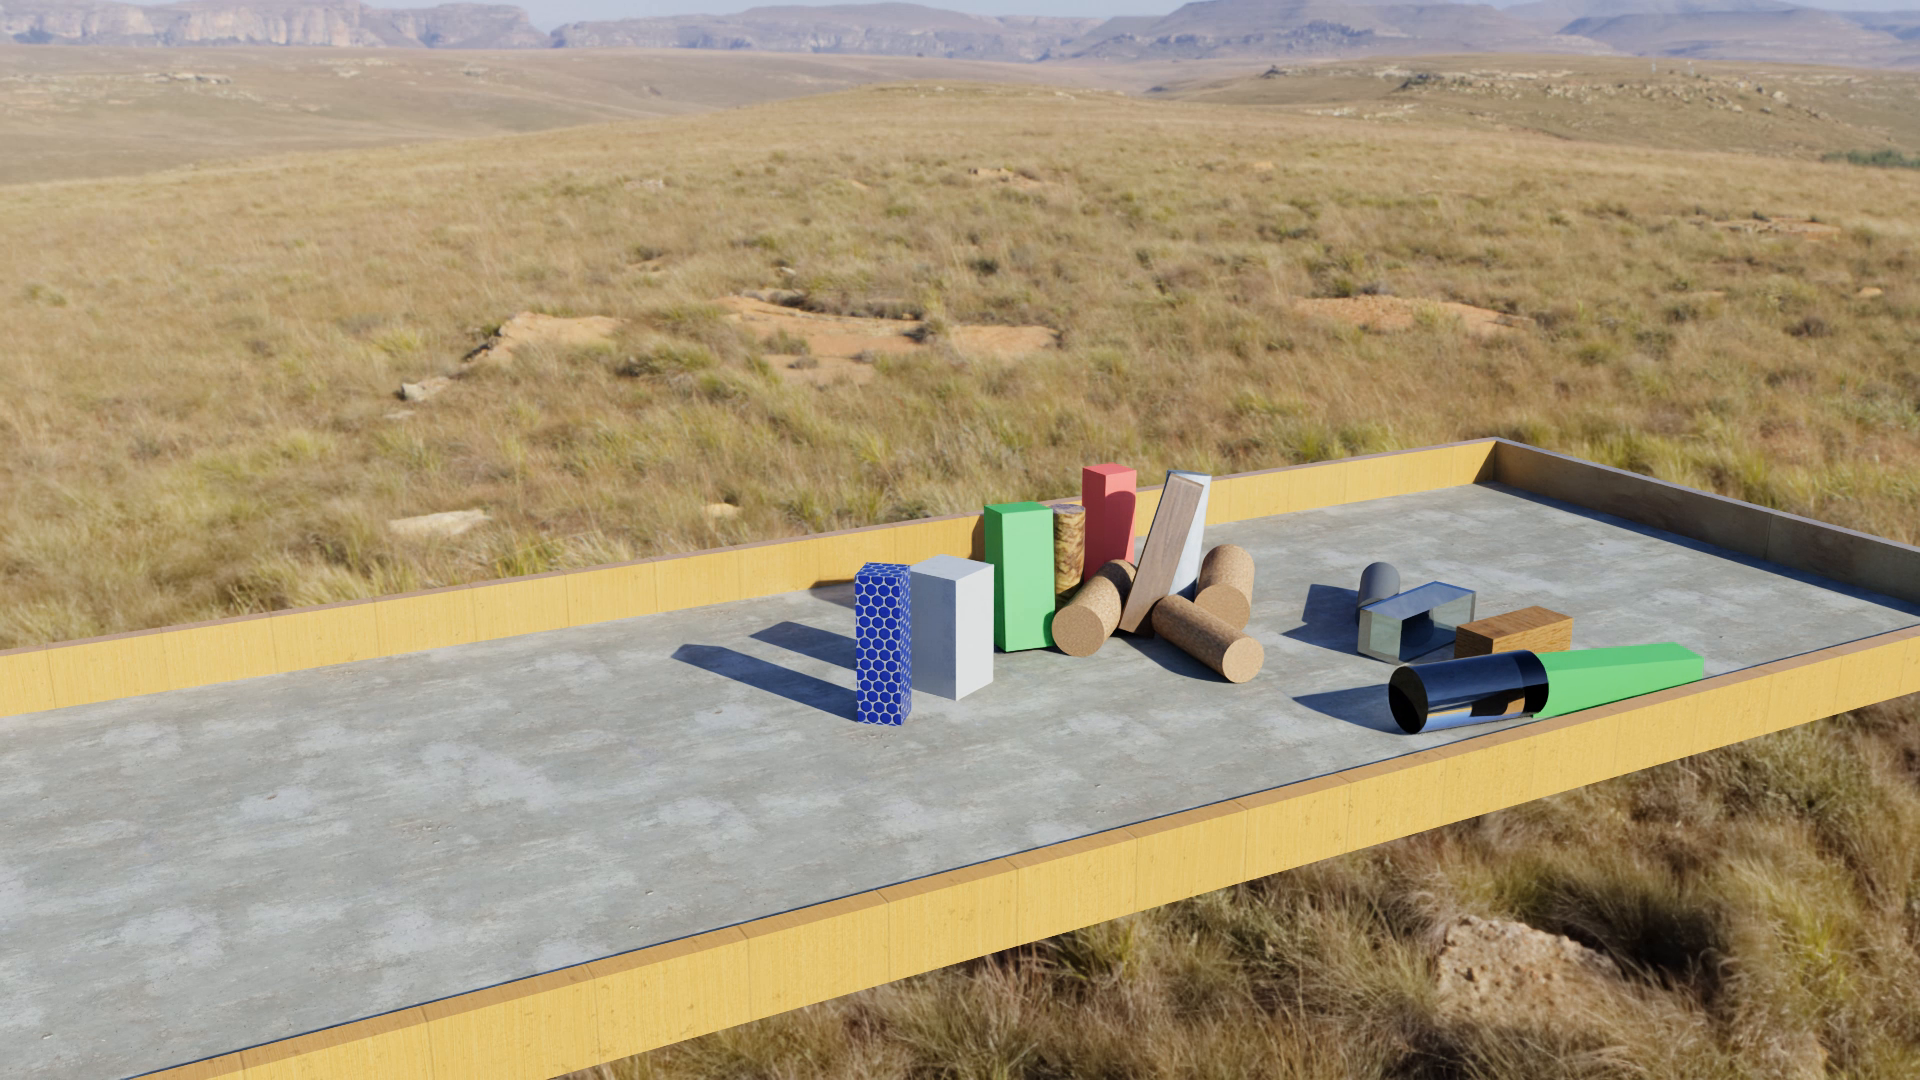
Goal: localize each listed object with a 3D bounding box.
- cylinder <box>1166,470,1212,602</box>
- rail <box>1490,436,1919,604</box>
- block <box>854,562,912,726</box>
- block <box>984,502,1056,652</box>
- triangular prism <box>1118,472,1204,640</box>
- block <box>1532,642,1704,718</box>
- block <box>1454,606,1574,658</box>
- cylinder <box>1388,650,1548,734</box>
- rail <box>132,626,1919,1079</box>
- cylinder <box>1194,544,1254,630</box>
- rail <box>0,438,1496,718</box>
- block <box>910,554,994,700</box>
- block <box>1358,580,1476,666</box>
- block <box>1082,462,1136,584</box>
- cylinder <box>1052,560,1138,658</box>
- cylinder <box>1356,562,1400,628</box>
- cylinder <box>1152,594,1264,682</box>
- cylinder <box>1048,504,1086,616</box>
[{"bbox_3d":[0.612,0.009,4.594,0.124,0.396,0.124,7,8,-1],"label":"cylinder"},{"bbox_3d":[2.466,-0.048,5.253,0.050,0.150,2.100,-9,18,-27],"label":"rail"},{"bbox_3d":[-0.179,0.245,3.876,0.105,0.365,0.105,3,17,11],"label":"block"},{"bbox_3d":[0.158,0.094,4.365,0.140,0.366,0.140,-6,12,-18],"label":"block"},{"bbox_3d":[0.530,0.040,4.475,0.107,0.439,0.093,19,-1,-15],"label":"triangular prism"},{"bbox_3d":[1.566,0.338,4.001,0.444,0.116,0.116,-4,17,-12],"label":"block"},{"bbox_3d":[1.423,0.266,4.241,0.304,0.117,0.117,-10,19,-31],"label":"block"},{"bbox_3d":[1.193,0.354,3.871,0.333,0.157,0.157,-6,17,-19],"label":"cylinder"},{"bbox_3d":[-2.336,1.006,1.665,12.000,0.150,0.050,-9,18,-27],"label":"rail"},{"bbox_3d":[0.742,0.138,4.616,0.152,0.152,0.384,3,17,11],"label":"cylinder"},{"bbox_3d":[-3.305,0.497,3.399,12.000,0.150,0.050,-9,18,-27],"label":"rail"},{"bbox_3d":[-0.028,0.213,4.084,0.159,0.307,0.159,11,20,34],"label":"block"},{"bbox_3d":[1.217,0.219,4.387,0.352,0.126,0.126,-14,22,-40],"label":"block"},{"bbox_3d":[0.432,-0.032,4.823,0.111,0.362,0.111,-10,19,-31],"label":"block"},{"bbox_3d":[0.380,0.181,4.487,0.143,0.143,0.430,6,17,19],"label":"cylinder"},{"bbox_3d":[1.169,0.162,4.607,0.110,0.110,0.342,5,17,15],"label":"cylinder"},{"bbox_3d":[0.638,0.252,4.280,0.120,0.120,0.366,-7,18,-21],"label":"cylinder"},{"bbox_3d":[0.292,0.062,4.597,0.109,0.309,0.109,0,16,0],"label":"cylinder"}]
